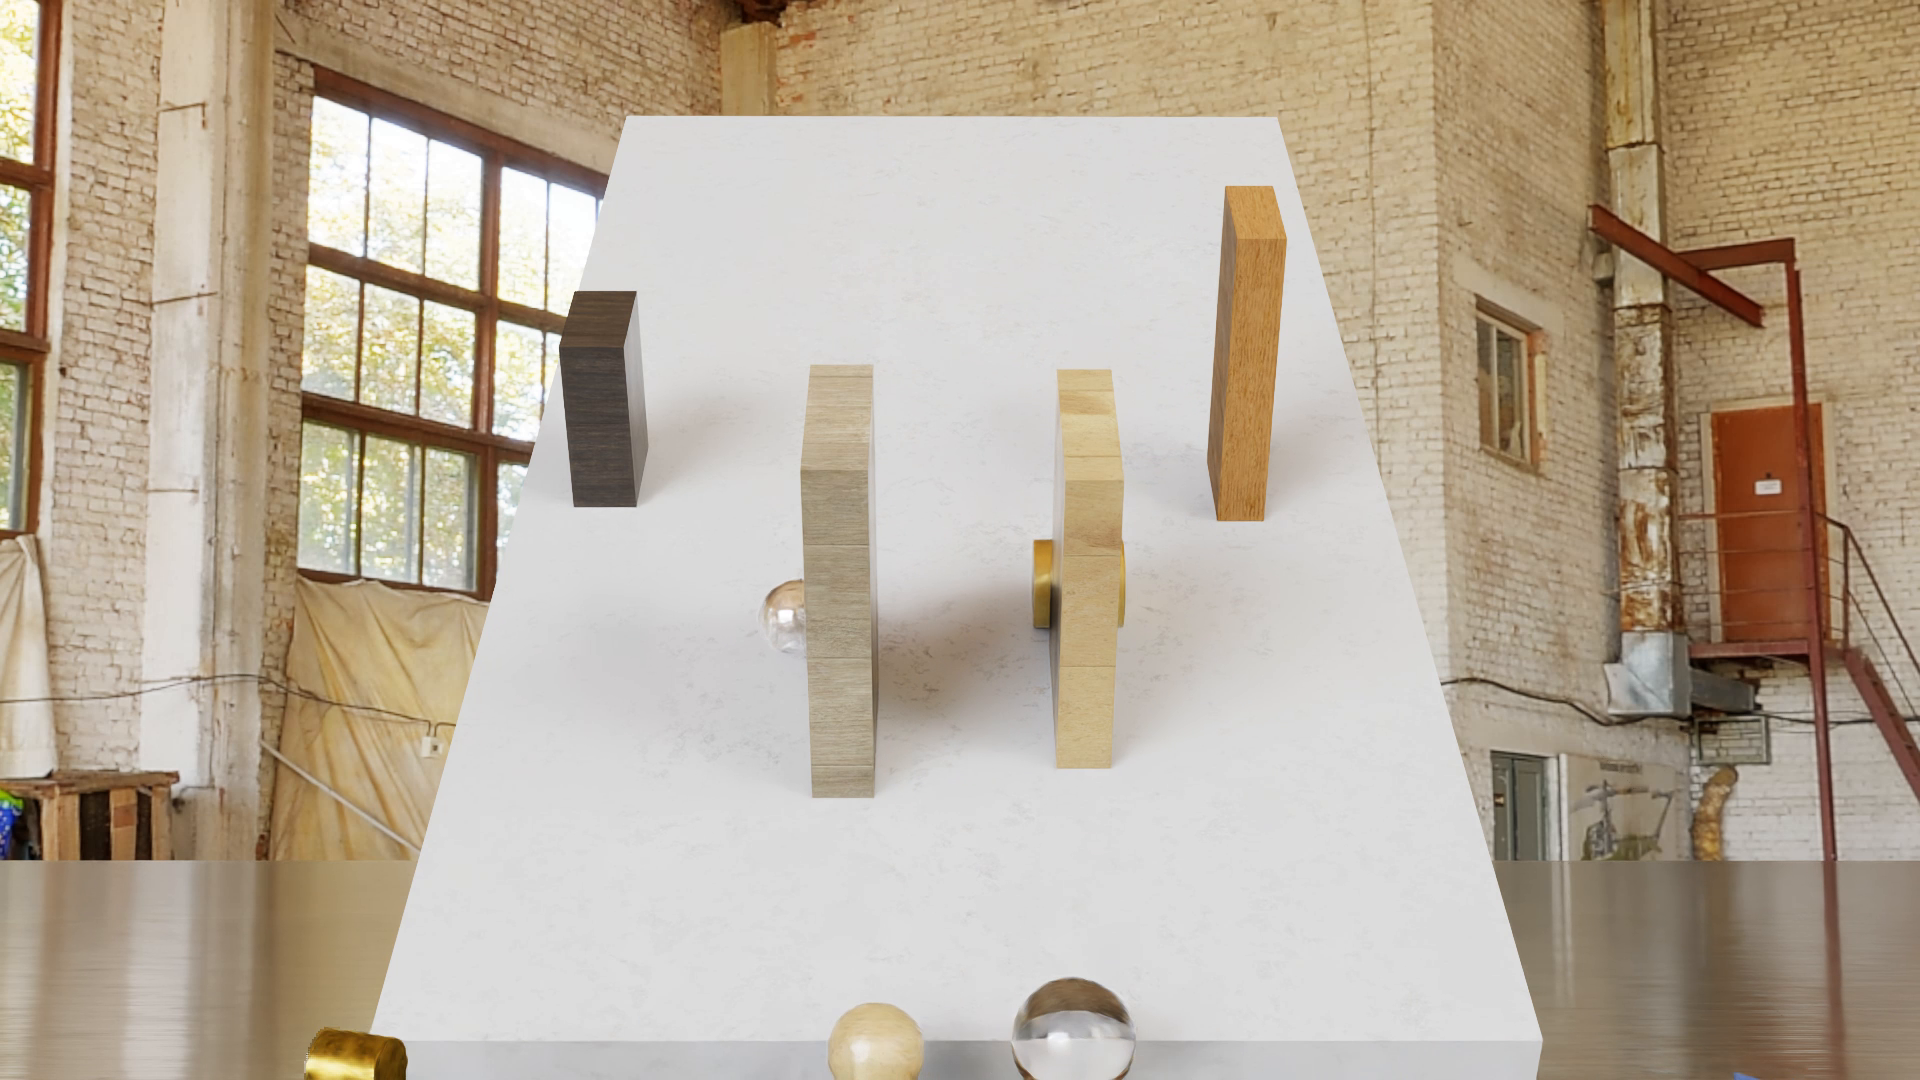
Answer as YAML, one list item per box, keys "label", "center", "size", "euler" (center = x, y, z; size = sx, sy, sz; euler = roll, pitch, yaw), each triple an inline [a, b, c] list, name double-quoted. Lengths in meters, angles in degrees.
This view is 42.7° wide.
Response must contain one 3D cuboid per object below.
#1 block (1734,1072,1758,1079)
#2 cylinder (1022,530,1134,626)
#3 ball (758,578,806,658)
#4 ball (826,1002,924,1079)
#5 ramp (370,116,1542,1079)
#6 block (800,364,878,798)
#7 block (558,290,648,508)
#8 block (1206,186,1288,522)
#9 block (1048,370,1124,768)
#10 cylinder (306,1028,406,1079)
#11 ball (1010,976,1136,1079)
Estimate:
- label: "block"
  center: [0.928, 0.681, 2.787]
  size: [0.112, 0.112, 0.112]
  euler: [14, -3, 14]
- label: "cylinder"
  center: [0.249, 0.092, 5.193]
  size: [0.189, 0.189, 0.189]
  euler: [14, -10, -9]
- label: "ball"
  center: [-0.336, 0.163, 5.099]
  size: [0.165, 0.165, 0.165]
  euler: [0, -7, 0]
- label: "ball"
  center: [-0.135, 0.818, 3.927]
  size: [0.157, 0.157, 0.157]
  euler: [0, -7, 0]
- label: "ramp"
  center: [-0.015, -0.183, 5.889]
  size: [2.000, 0.100, 4.000]
  euler: [0, 33, 0]
- label: "block"
  center: [-0.225, 0.082, 4.696]
  size: [0.120, 0.737, 0.390]
  euler: [0, 33, 0]
- label: "block"
  center: [-0.813, -0.323, 5.625]
  size: [0.143, 0.415, 0.274]
  euler: [0, 33, 0]
- label: "block"
  center: [0.639, -0.413, 5.504]
  size: [0.106, 0.707, 0.271]
  euler: [0, 33, 0]
- label: "block"
  center: [0.243, 0.057, 4.809]
  size: [0.107, 0.661, 0.420]
  euler: [0, 33, 0]
- label: "cylinder"
  center: [-0.905, 0.795, 3.681]
  size: [0.109, 0.109, 0.109]
  euler: [5, -6, 14]
- label: "ball"
  center: [0.180, 0.793, 3.892]
  size: [0.198, 0.198, 0.198]
  euler: [0, -7, 0]
